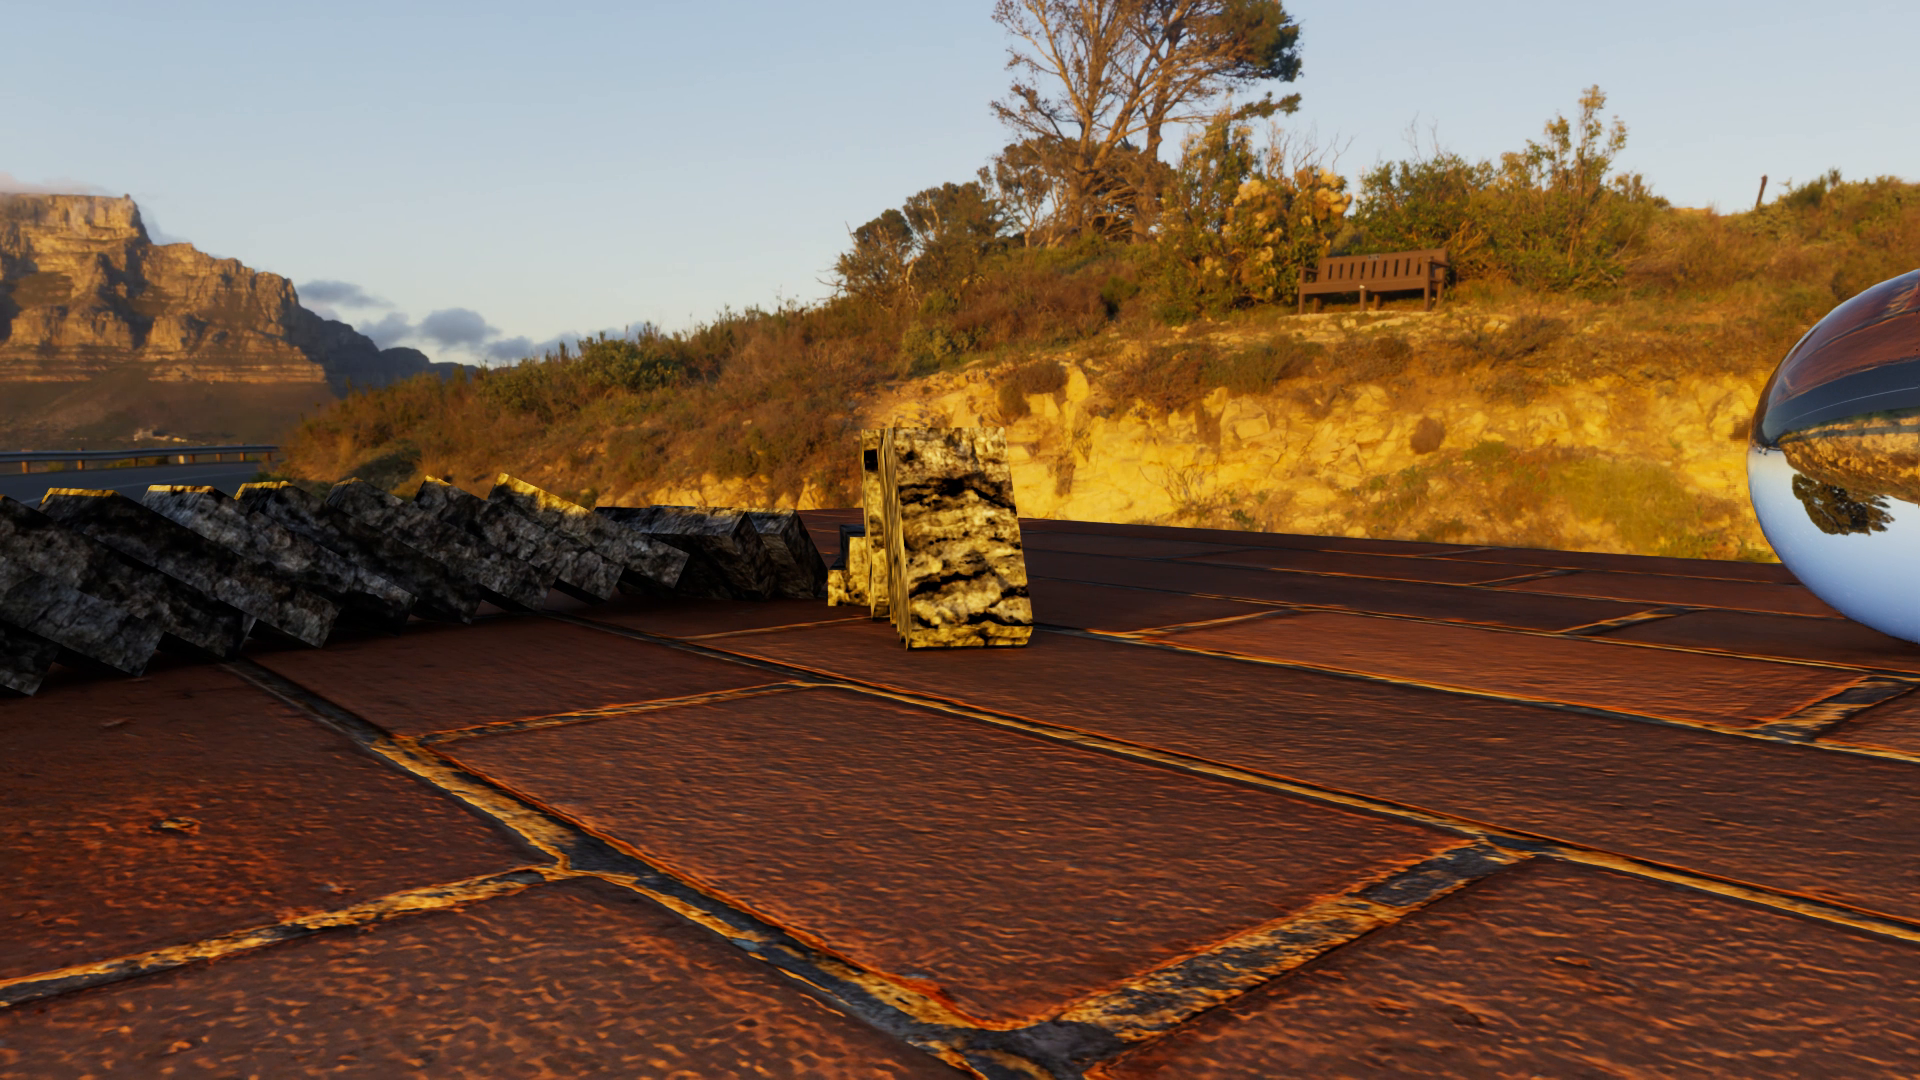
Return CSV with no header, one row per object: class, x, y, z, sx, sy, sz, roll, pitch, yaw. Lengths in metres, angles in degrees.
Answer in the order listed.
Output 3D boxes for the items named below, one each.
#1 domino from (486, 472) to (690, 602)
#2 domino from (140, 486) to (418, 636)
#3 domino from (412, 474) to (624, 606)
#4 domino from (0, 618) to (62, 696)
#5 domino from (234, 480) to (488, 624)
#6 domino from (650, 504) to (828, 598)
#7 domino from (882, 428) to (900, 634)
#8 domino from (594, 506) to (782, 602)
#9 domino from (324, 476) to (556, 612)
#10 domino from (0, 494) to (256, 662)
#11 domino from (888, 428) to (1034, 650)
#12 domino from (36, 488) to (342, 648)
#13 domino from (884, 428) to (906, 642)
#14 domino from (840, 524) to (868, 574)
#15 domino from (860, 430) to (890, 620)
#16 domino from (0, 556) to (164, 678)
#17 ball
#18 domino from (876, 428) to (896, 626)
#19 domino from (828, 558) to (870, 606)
domino,-0.095,0.000,0.330,0.050,0.010,0.025,24,-15,-7
domino,-0.144,0.005,0.272,0.025,0.010,0.050,2,-27,35
domino,-0.110,0.001,0.318,0.050,0.010,0.025,28,-16,-19
domino,-0.176,0.010,0.205,0.025,0.010,0.050,2,-27,28
domino,-0.135,0.004,0.289,0.025,0.010,0.050,1,-27,43
domino,-0.064,0.003,0.359,0.050,0.025,0.009,2,46,28
domino,-0.004,-0.003,0.298,0.025,0.050,0.009,-1,-31,-10
domino,-0.076,0.004,0.350,0.050,0.025,0.010,2,45,26
domino,-0.124,0.002,0.305,0.050,0.009,0.025,32,-20,-31
domino,-0.162,0.008,0.239,0.025,0.009,0.050,2,-26,29
domino,-0.001,-0.001,0.275,0.025,0.050,0.010,-1,-31,-10
domino,-0.153,0.006,0.256,0.025,0.010,0.050,3,-26,32
domino,-0.002,-0.002,0.287,0.025,0.050,0.009,-1,-31,-10
domino,-0.019,0.002,0.348,0.025,0.010,0.050,0,4,-8
domino,-0.011,-0.005,0.321,0.025,0.050,0.010,-1,-31,-10
domino,-0.170,0.009,0.222,0.025,0.010,0.050,2,-26,28
ball,0.207,-0.017,0.261,0.080,0.080,0.080,0,4,0
domino,-0.006,-0.004,0.310,0.025,0.050,0.009,-1,-31,-10
domino,-0.023,0.011,0.362,0.025,0.009,0.050,0,4,-1
